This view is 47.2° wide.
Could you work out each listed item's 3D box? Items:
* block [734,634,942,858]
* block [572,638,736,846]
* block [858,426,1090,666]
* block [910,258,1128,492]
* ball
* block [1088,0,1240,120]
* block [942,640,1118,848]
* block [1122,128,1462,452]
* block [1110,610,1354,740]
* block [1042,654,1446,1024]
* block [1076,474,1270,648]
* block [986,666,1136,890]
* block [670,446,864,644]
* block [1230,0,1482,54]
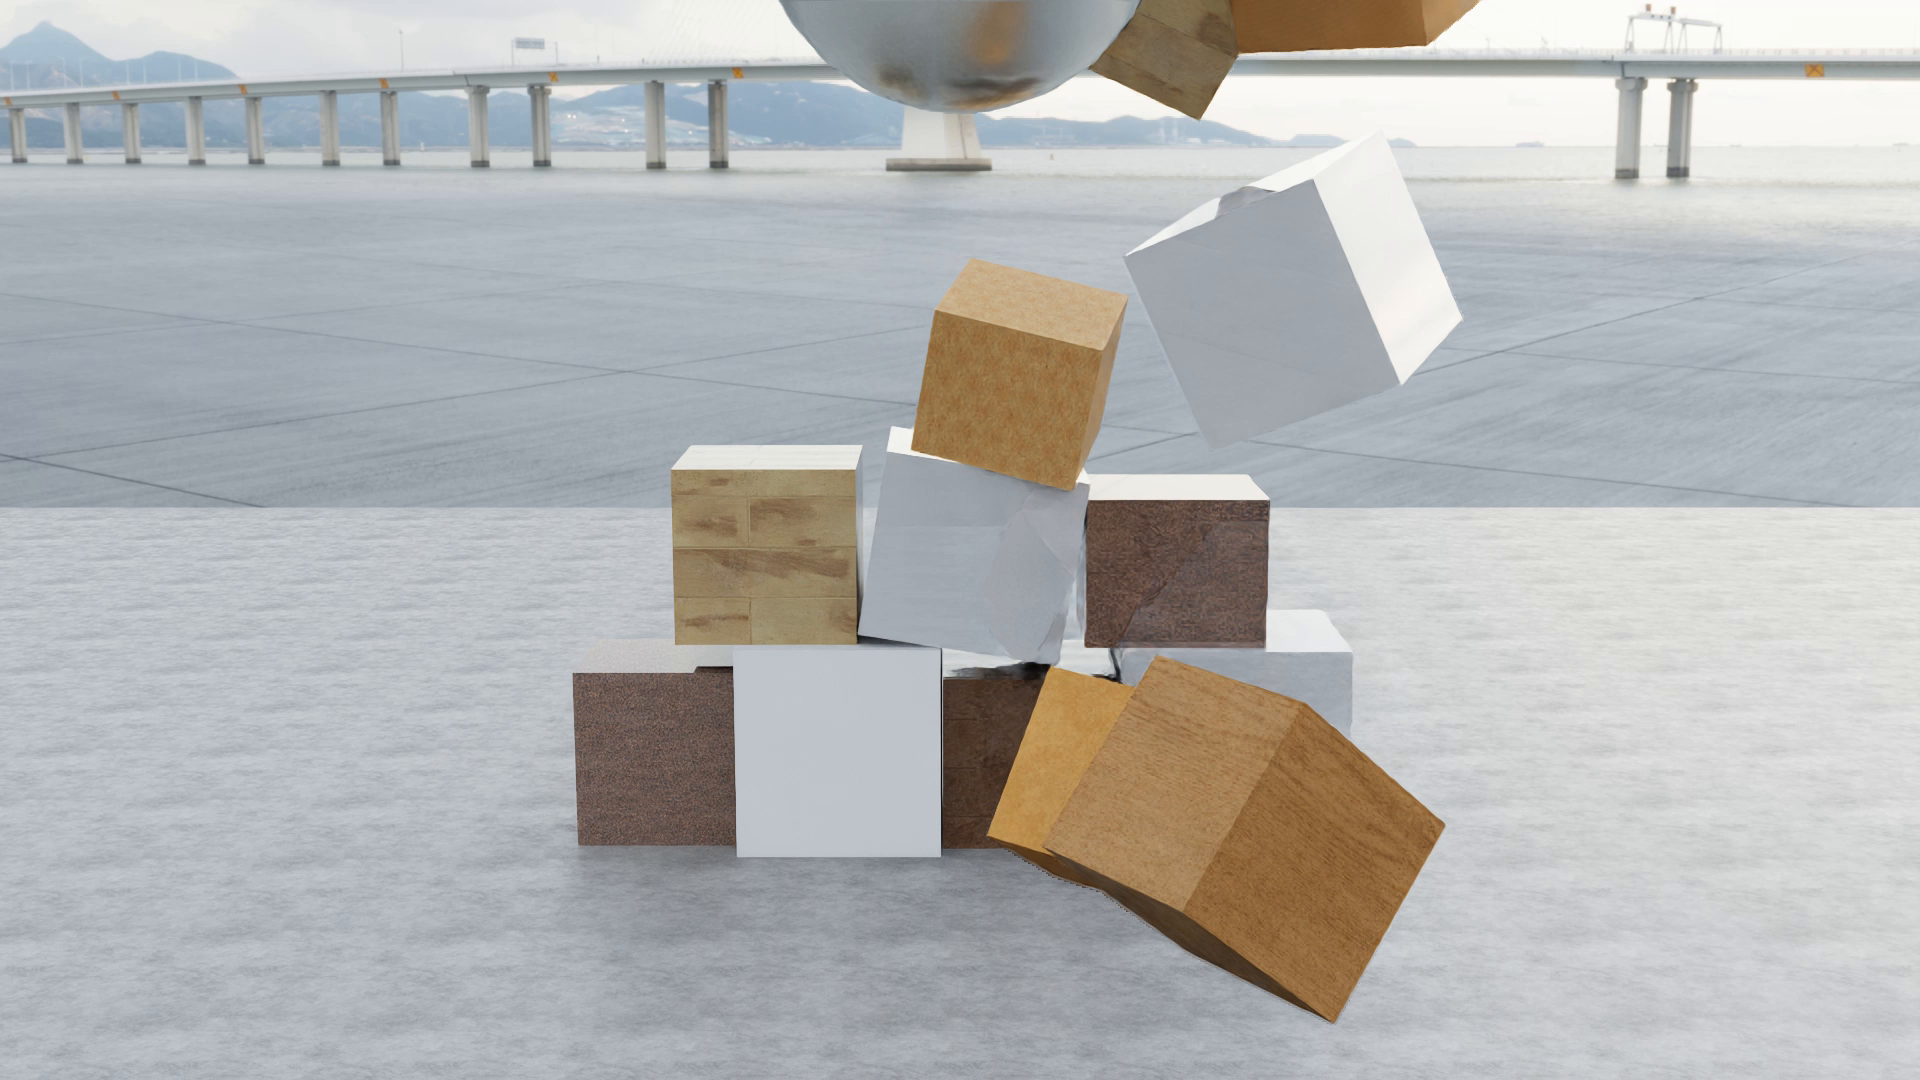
[{"bbox_3d":[-0.601,0.960,11.346,1.011,1.052,1.074,0,10,0],"label":"block"},{"bbox_3d":[-1.522,1.033,11.387,0.810,0.894,0.760,0,10,0],"label":"block"},{"bbox_3d":[0.063,0.012,11.173,1.000,0.918,0.945,9,10,-2],"label":"block"},{"bbox_3d":[0.298,-0.822,10.770,0.813,0.739,0.794,14,27,7],"label":"block"},{"bbox_3d":[0.000,-2.456,8.465,1.600,1.600,1.600,0,10,0],"label":"ball"},{"bbox_3d":[1.005,-2.699,11.017,0.676,0.724,0.816,20,27,-22],"label":"block"},{"bbox_3d":[0.350,1.043,11.389,0.870,0.873,0.863,0,10,0],"label":"block"},{"bbox_3d":[1.124,-0.839,7.338,0.699,0.706,0.779,-19,11,32],"label":"block"},{"bbox_3d":[1.361,0.970,11.340,1.133,1.035,0.983,0,10,0],"label":"block"},{"bbox_3d":[0.996,1.038,7.733,0.867,0.801,0.793,39,-13,-32],"label":"block"},{"bbox_3d":[1.063,0.093,11.205,0.895,0.738,0.821,0,10,0],"label":"block"},{"bbox_3d":[0.641,1.011,8.832,0.645,0.727,0.620,12,-16,35],"label":"block"},{"bbox_3d":[-0.958,0.010,11.185,0.898,0.876,0.855,0,10,0],"label":"block"},{"bbox_3d":[1.646,-2.507,8.846,0.838,0.760,0.951,7,35,38],"label":"block"}]
